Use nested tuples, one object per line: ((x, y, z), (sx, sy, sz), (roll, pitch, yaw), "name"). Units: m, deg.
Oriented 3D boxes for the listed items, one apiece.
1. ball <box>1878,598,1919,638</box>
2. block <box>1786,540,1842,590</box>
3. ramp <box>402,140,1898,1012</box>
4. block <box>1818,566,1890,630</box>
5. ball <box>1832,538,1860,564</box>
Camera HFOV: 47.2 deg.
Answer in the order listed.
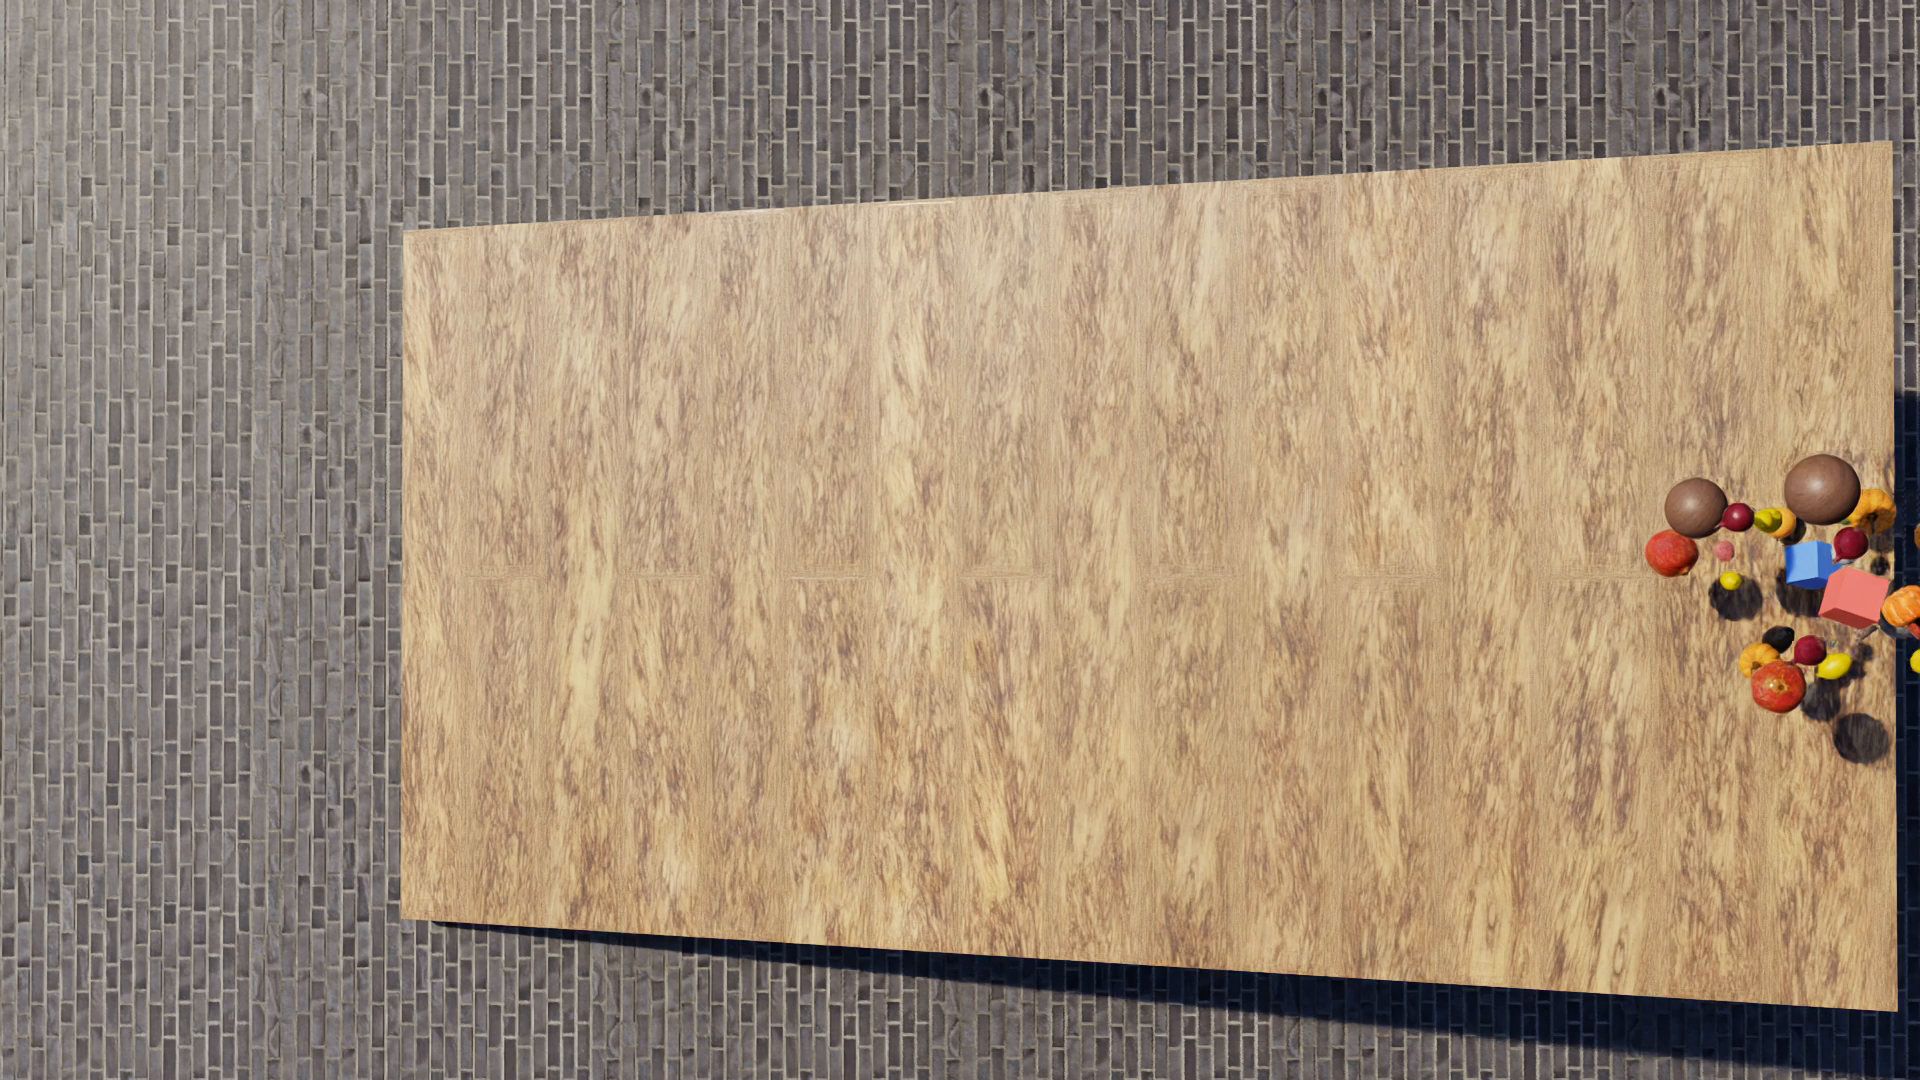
((1.831, 0.152, 4.283), (0.081, 0.081, 0.081), (0, 89, 0), "ball")
((1.907, 0.057, 4.913), (0.084, 0.084, 0.084), (14, 73, -30), "block")
((0.280, 0.090, 5.768), (4.000, 0.100, 2.000), (0, 89, 20), "ramp")
((1.723, 0.112, 4.240), (0.085, 0.085, 0.085), (19, 79, 4), "block")
((1.941, 0.025, 4.820), (0.059, 0.059, 0.059), (0, 89, 0), "ball")
